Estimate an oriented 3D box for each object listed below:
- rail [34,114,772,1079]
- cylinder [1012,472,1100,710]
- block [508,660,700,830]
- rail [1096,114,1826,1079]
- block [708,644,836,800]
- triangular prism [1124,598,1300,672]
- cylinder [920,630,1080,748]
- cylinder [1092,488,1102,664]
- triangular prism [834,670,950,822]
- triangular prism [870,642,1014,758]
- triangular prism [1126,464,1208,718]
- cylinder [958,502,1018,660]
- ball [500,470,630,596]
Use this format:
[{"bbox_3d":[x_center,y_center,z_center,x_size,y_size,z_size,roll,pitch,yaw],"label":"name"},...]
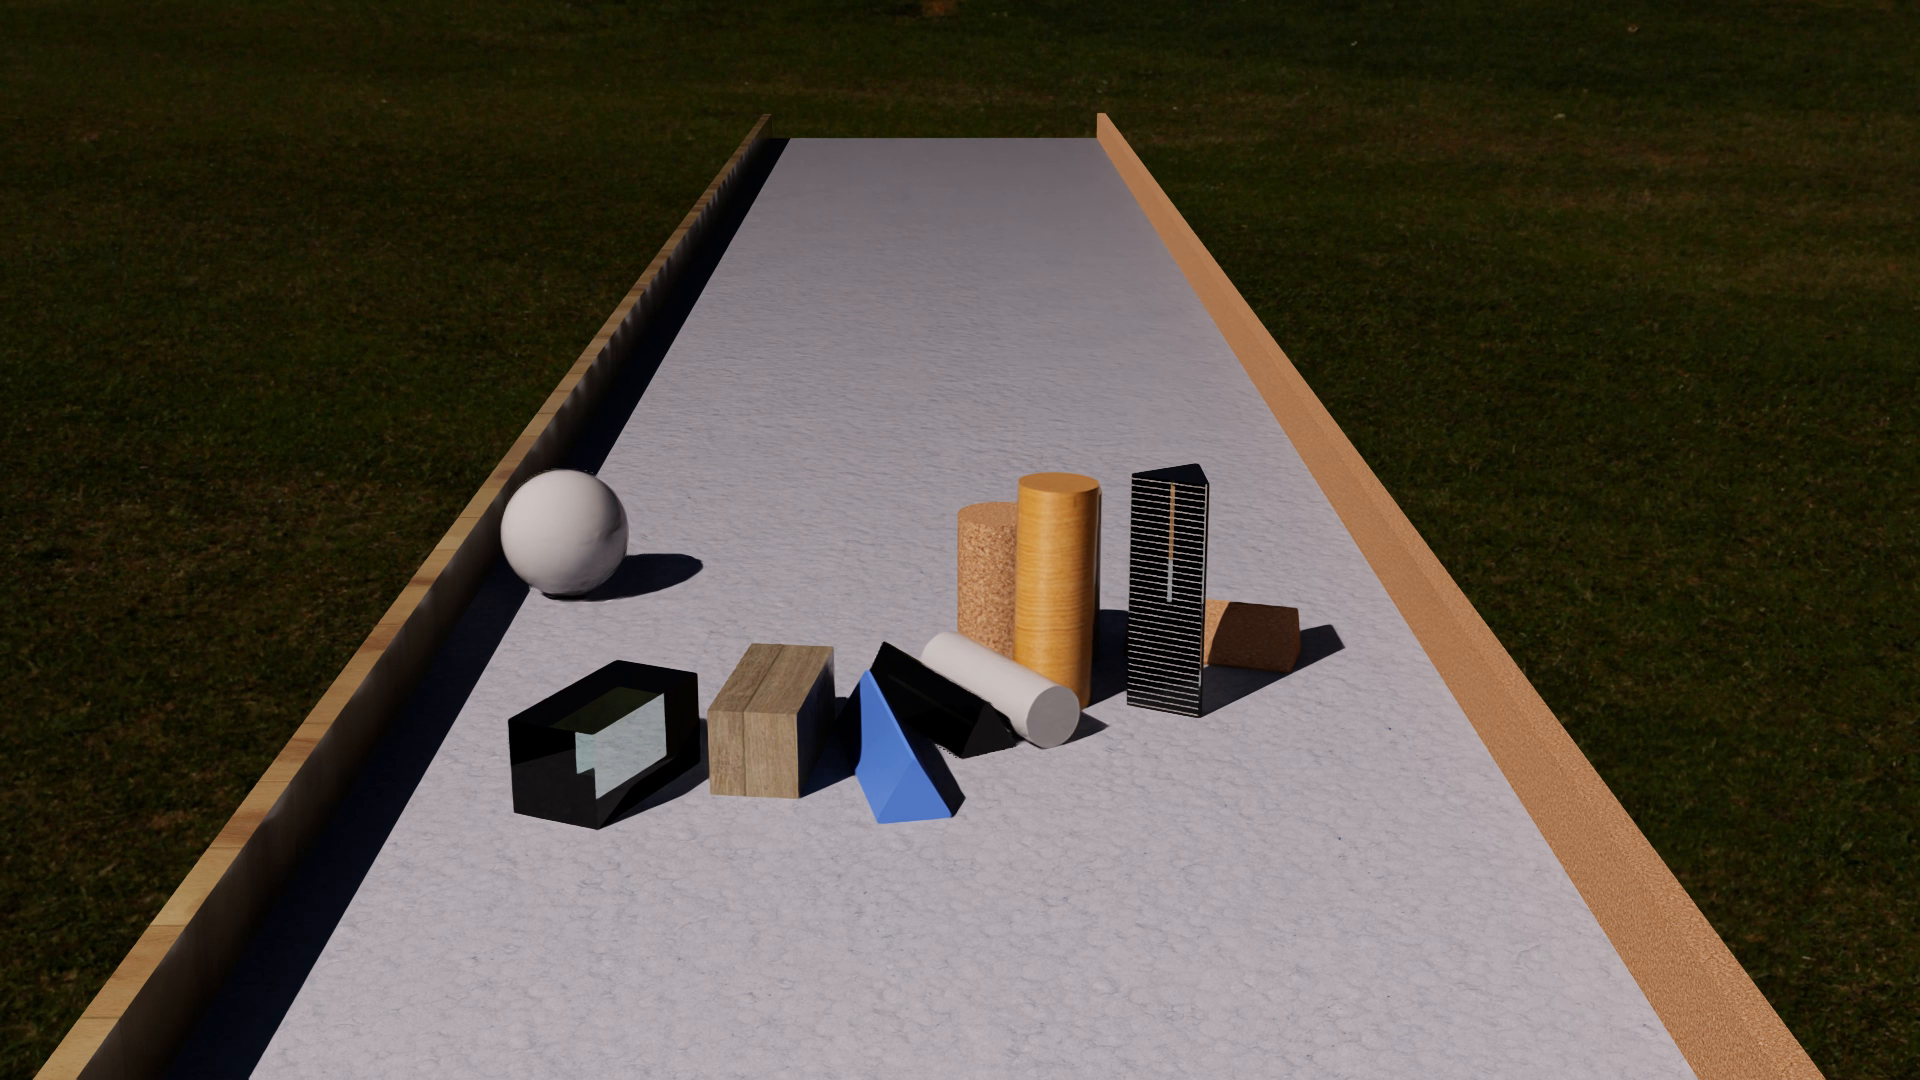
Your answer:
[{"bbox_3d":[-1.118,-0.838,7.780,0.050,0.150,12.000,0,17,-1],"label":"rail"},{"bbox_3d":[0.178,0.099,4.135,0.151,0.429,0.151,1,16,0],"label":"cylinder"},{"bbox_3d":[-0.604,0.345,3.771,0.168,0.168,0.325,8,18,24],"label":"block"},{"bbox_3d":[0.932,-0.844,7.801,0.050,0.150,12.000,0,17,-1],"label":"rail"},{"bbox_3d":[-0.329,0.315,3.896,0.154,0.154,0.348,2,17,7],"label":"block"},{"bbox_3d":[0.510,0.175,4.428,0.337,0.114,0.132,6,17,18],"label":"triangular prism"},{"bbox_3d":[0.071,0.275,4.096,0.118,0.118,0.361,-10,19,-31],"label":"cylinder"},{"bbox_3d":[0.222,0.070,4.381,0.116,0.348,0.116,0,17,0],"label":"cylinder"},{"bbox_3d":[-0.123,0.351,3.845,0.125,0.108,0.443,-3,17,-12],"label":"triangular prism"},{"bbox_3d":[-0.048,0.287,4.078,0.114,0.099,0.372,-10,19,-30],"label":"triangular prism"},{"bbox_3d":[0.414,0.089,4.134,0.151,0.452,0.131,9,19,27],"label":"triangular prism"},{"bbox_3d":[0.082,0.100,4.336,0.173,0.316,0.173,0,17,0],"label":"cylinder"},{"bbox_3d":[-0.861,-0.016,4.795,0.277,0.277,0.277,0,17,0],"label":"ball"}]
